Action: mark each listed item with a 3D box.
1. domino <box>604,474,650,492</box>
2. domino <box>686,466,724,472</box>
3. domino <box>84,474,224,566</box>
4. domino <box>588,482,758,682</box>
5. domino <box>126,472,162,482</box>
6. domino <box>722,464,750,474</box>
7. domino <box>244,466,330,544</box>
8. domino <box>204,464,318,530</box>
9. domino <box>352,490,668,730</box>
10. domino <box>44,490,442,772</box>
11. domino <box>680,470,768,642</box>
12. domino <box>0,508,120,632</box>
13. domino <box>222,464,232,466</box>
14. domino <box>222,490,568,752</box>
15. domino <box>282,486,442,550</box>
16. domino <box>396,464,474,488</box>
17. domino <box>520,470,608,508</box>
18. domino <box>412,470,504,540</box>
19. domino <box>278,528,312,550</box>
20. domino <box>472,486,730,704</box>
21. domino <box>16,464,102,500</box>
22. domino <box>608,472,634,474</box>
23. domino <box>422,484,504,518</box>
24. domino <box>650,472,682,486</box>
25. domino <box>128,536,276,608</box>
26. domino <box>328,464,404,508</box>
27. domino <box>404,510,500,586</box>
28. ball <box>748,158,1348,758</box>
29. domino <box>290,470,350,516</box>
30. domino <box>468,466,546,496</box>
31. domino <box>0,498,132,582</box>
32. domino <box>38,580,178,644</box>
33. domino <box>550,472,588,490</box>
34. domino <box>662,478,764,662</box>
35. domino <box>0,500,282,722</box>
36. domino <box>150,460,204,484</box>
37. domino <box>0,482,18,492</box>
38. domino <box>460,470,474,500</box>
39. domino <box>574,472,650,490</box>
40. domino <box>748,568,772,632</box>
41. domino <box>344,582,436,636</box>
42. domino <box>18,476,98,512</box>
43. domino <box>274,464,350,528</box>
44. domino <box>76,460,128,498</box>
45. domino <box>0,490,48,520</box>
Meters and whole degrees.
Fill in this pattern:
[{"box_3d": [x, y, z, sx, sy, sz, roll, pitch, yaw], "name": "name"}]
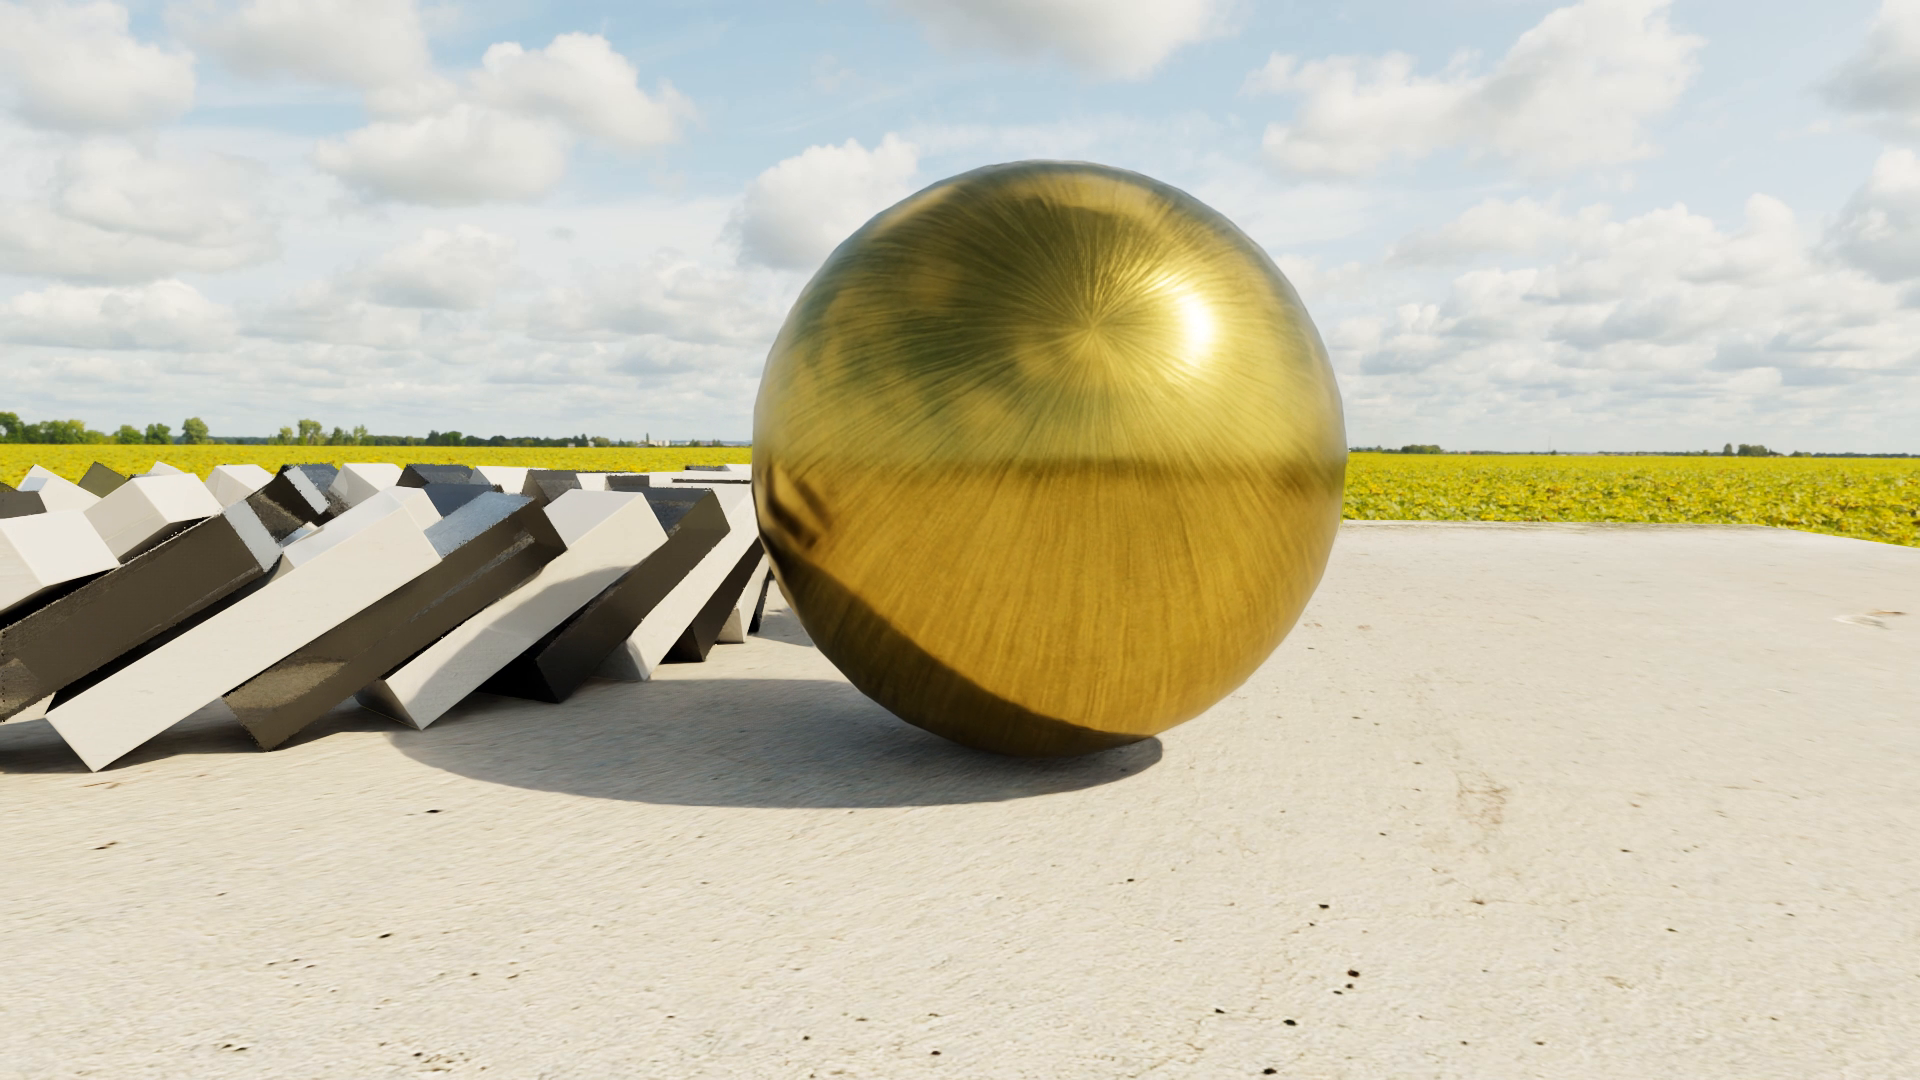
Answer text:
[{"box_3d": [-0.078, 0.000, 0.345, 0.025, 0.009, 0.050, -2, 36, -28], "name": "domino"}, {"box_3d": [-0.071, -0.008, 0.437, 0.050, 0.010, 0.025, 41, 27, 29], "name": "domino"}, {"box_3d": [-0.162, 0.007, 0.232, 0.050, 0.010, 0.025, -36, 10, -5], "name": "domino"}, {"box_3d": [-0.061, 0.007, 0.250, 0.025, 0.010, 0.050, 2, 36, 23], "name": "domino"}, {"box_3d": [-0.218, -0.003, 0.378, 0.050, 0.009, 0.025, 31, -6, -18], "name": "domino"}, {"box_3d": [-0.057, -0.007, 0.428, 0.025, 0.009, 0.050, -1, 36, -48], "name": "domino"}, {"box_3d": [-0.144, 0.005, 0.241, 0.050, 0.009, 0.025, -39, 18, -14], "name": "domino"}, {"box_3d": [-0.199, -0.005, 0.387, 0.050, 0.009, 0.025, 34, 1, -6], "name": "domino"}, {"box_3d": [-0.075, 0.010, 0.211, 0.025, 0.010, 0.050, 4, 38, 46], "name": "domino"}, {"box_3d": [-0.101, 0.011, 0.184, 0.050, 0.009, 0.025, -36, 22, -21], "name": "domino"}, {"box_3d": [-0.056, 0.003, 0.292, 0.025, 0.009, 0.050, 3, 37, 4], "name": "domino"}, {"box_3d": [-0.138, 0.014, 0.164, 0.050, 0.009, 0.025, -32, 12, -10], "name": "domino"}, {"box_3d": [-0.234, -0.009, 0.451, 0.050, 0.009, 0.025, 31, -8, -12], "name": "domino"}, {"box_3d": [-0.088, 0.011, 0.197, 0.050, 0.010, 0.025, -39, 26, -27], "name": "domino"}, {"box_3d": [-0.130, 0.007, 0.256, 0.050, 0.010, 0.025, -39, 25, -29], "name": "domino"}, {"box_3d": [-0.144, -0.005, 0.390, 0.050, 0.009, 0.025, 37, 14, 15], "name": "domino"}, {"box_3d": [-0.106, -0.003, 0.376, 0.025, 0.009, 0.050, -2, 36, -44], "name": "domino"}, {"box_3d": [-0.172, -0.009, 0.464, 0.050, 0.009, 0.025, 30, 4, 0], "name": "domino"}, {"box_3d": [-0.163, 0.007, 0.338, 0.050, 0.010, 0.025, 5, -23, 48], "name": "domino"}, {"box_3d": [-0.067, 0.008, 0.231, 0.025, 0.009, 0.050, 3, 36, 31], "name": "domino"}, {"box_3d": [-0.280, -0.007, 0.421, 0.050, 0.009, 0.025, 38, -20, -32], "name": "domino"}, {"box_3d": [-0.110, -0.008, 0.458, 0.050, 0.009, 0.025, 33, 16, 22], "name": "domino"}, {"box_3d": [-0.124, 0.005, 0.281, 0.025, 0.009, 0.050, 2, 35, 29], "name": "domino"}, {"box_3d": [-0.066, 0.000, 0.328, 0.025, 0.009, 0.050, -1, 37, -14], "name": "domino"}, {"box_3d": [-0.196, 0.009, 0.319, 0.050, 0.010, 0.025, -1, -24, -7], "name": "domino"}, {"box_3d": [-0.163, -0.005, 0.391, 0.050, 0.009, 0.025, 36, 8, 6], "name": "domino"}, {"box_3d": [-0.133, 0.005, 0.338, 0.025, 0.010, 0.050, 43, 5, 0], "name": "domino"}, {"box_3d": [0.012, -0.011, 0.176, 0.080, 0.080, 0.080, 0, 4, 0], "name": "ball"}, {"box_3d": [-0.211, -0.008, 0.458, 0.050, 0.009, 0.025, 30, 1, -8], "name": "domino"}, {"box_3d": [-0.124, -0.004, 0.387, 0.050, 0.010, 0.025, 41, 23, 28], "name": "domino"}, {"box_3d": [-0.250, -0.001, 0.342, 0.025, 0.009, 0.050, -3, -30, 40], "name": "domino"}, {"box_3d": [-0.205, 0.017, 0.284, 0.025, 0.009, 0.050, 4, 6, 43], "name": "domino"}, {"box_3d": [-0.127, -0.008, 0.464, 0.050, 0.009, 0.025, 32, 16, 19], "name": "domino"}, {"box_3d": [-0.057, 0.005, 0.270, 0.025, 0.010, 0.050, 1, 36, 14], "name": "domino"}, {"box_3d": [-0.119, 0.012, 0.173, 0.050, 0.009, 0.025, -34, 18, -17], "name": "domino"}, {"box_3d": [-0.253, -0.009, 0.444, 0.050, 0.009, 0.025, 32, -12, -17], "name": "domino"}, {"box_3d": [-0.292, -0.006, 0.407, 0.025, 0.009, 0.050, 4, -28, 47], "name": "domino"}, {"box_3d": [-0.152, -0.009, 0.465, 0.050, 0.009, 0.025, 30, 6, 5], "name": "domino"}, {"box_3d": [-0.090, -0.001, 0.361, 0.025, 0.009, 0.050, -3, 36, -32], "name": "domino"}, {"box_3d": [-0.058, 0.002, 0.308, 0.025, 0.009, 0.050, 0, 37, 1], "name": "domino"}, {"box_3d": [-0.114, 0.015, 0.302, 0.025, 0.010, 0.050, 3, 5, 32], "name": "domino"}, {"box_3d": [-0.234, -0.001, 0.359, 0.025, 0.010, 0.050, 4, -25, 44], "name": "domino"}, {"box_3d": [-0.181, -0.005, 0.390, 0.050, 0.009, 0.025, 35, 5, 0], "name": "domino"}, {"box_3d": [-0.268, -0.008, 0.432, 0.050, 0.009, 0.025, 35, -18, -26], "name": "domino"}, {"box_3d": [-0.185, 0.009, 0.223, 0.050, 0.009, 0.025, -32, -6, 21], "name": "domino"}]
